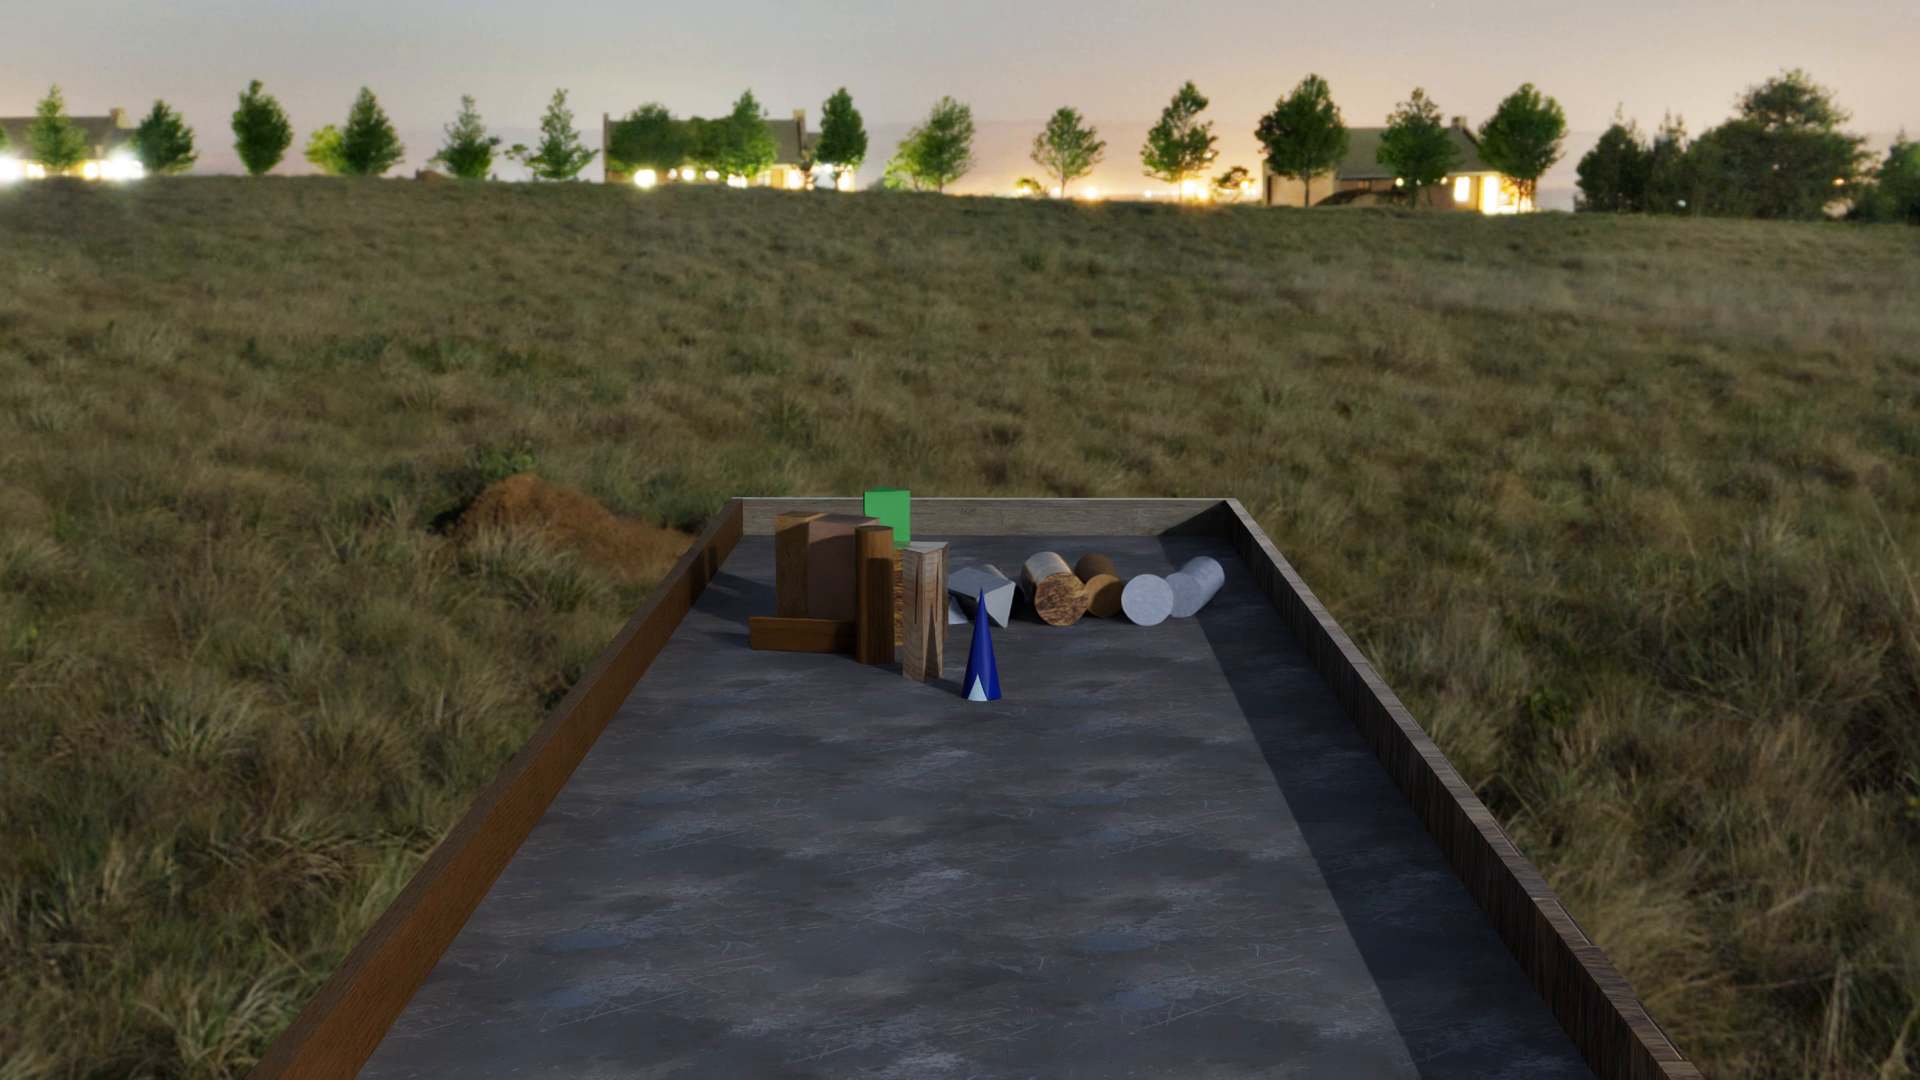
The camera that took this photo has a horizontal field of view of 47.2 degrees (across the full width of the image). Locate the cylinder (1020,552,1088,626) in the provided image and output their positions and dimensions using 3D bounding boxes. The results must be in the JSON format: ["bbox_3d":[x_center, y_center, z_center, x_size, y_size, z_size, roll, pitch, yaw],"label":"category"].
[{"bbox_3d":[0.315,0.162,7.422,0.178,0.178,0.431,-1,9,-5],"label":"cylinder"}]

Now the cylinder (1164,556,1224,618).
[{"bbox_3d":[0.793,0.158,7.521,0.154,0.154,0.361,3,9,18],"label":"cylinder"}]

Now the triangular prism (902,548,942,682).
[{"bbox_3d":[-0.094,0.215,6.431,0.099,0.383,0.114,-6,11,-34],"label":"triangular prism"}]

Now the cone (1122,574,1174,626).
[{"bbox_3d":[0.616,0.212,7.406,0.171,0.171,0.352,0,-5,0],"label":"cone"}]

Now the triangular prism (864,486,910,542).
[{"bbox_3d":[-0.251,0.055,7.220,0.153,0.451,0.132,-2,9,-12],"label":"triangular prism"}]

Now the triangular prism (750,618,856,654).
[{"bbox_3d":[-0.443,0.277,6.811,0.418,0.092,0.107,2,48,12],"label":"triangular prism"}]

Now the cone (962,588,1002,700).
[{"bbox_3d":[0.061,0.284,6.196,0.115,0.319,0.115,0,9,0],"label":"cone"}]

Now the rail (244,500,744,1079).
[{"bbox_3d":[-1.004,0.839,3.234,0.050,0.150,12.000,0,9,1],"label":"rail"}]

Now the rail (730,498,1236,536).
[{"bbox_3d":[0.099,-0.098,9.147,2.100,0.150,0.050,0,9,1],"label":"rail"}]

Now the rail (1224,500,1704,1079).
[{"bbox_3d":[1.046,0.843,3.208,0.050,0.150,12.000,0,9,1],"label":"rail"}]

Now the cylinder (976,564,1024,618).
[{"bbox_3d":[0.125,0.175,7.515,0.123,0.123,0.358,-2,9,-10],"label":"cylinder"}]

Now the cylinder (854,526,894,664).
[{"bbox_3d":[-0.258,0.166,6.658,0.117,0.408,0.117,0,9,0],"label":"cylinder"}]

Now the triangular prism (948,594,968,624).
[{"bbox_3d":[-0.102,0.202,7.429,0.104,0.090,0.390,-4,10,-24],"label":"triangular prism"}]

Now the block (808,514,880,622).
[{"bbox_3d":[-0.367,0.127,6.942,0.170,0.391,0.170,5,10,20],"label":"block"}]

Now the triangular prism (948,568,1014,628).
[{"bbox_3d":[0.064,0.167,7.309,0.153,0.132,0.324,44,-13,-26],"label":"triangular prism"}]

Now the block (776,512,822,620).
[{"bbox_3d":[-0.525,0.099,7.198,0.113,0.371,0.113,4,10,26],"label":"block"}]

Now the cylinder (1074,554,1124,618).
[{"bbox_3d":[0.479,0.153,7.575,0.147,0.147,0.428,0,9,-1],"label":"cylinder"}]

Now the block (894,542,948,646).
[{"bbox_3d":[-0.135,0.169,6.975,0.172,0.304,0.172,1,9,8],"label":"block"}]
